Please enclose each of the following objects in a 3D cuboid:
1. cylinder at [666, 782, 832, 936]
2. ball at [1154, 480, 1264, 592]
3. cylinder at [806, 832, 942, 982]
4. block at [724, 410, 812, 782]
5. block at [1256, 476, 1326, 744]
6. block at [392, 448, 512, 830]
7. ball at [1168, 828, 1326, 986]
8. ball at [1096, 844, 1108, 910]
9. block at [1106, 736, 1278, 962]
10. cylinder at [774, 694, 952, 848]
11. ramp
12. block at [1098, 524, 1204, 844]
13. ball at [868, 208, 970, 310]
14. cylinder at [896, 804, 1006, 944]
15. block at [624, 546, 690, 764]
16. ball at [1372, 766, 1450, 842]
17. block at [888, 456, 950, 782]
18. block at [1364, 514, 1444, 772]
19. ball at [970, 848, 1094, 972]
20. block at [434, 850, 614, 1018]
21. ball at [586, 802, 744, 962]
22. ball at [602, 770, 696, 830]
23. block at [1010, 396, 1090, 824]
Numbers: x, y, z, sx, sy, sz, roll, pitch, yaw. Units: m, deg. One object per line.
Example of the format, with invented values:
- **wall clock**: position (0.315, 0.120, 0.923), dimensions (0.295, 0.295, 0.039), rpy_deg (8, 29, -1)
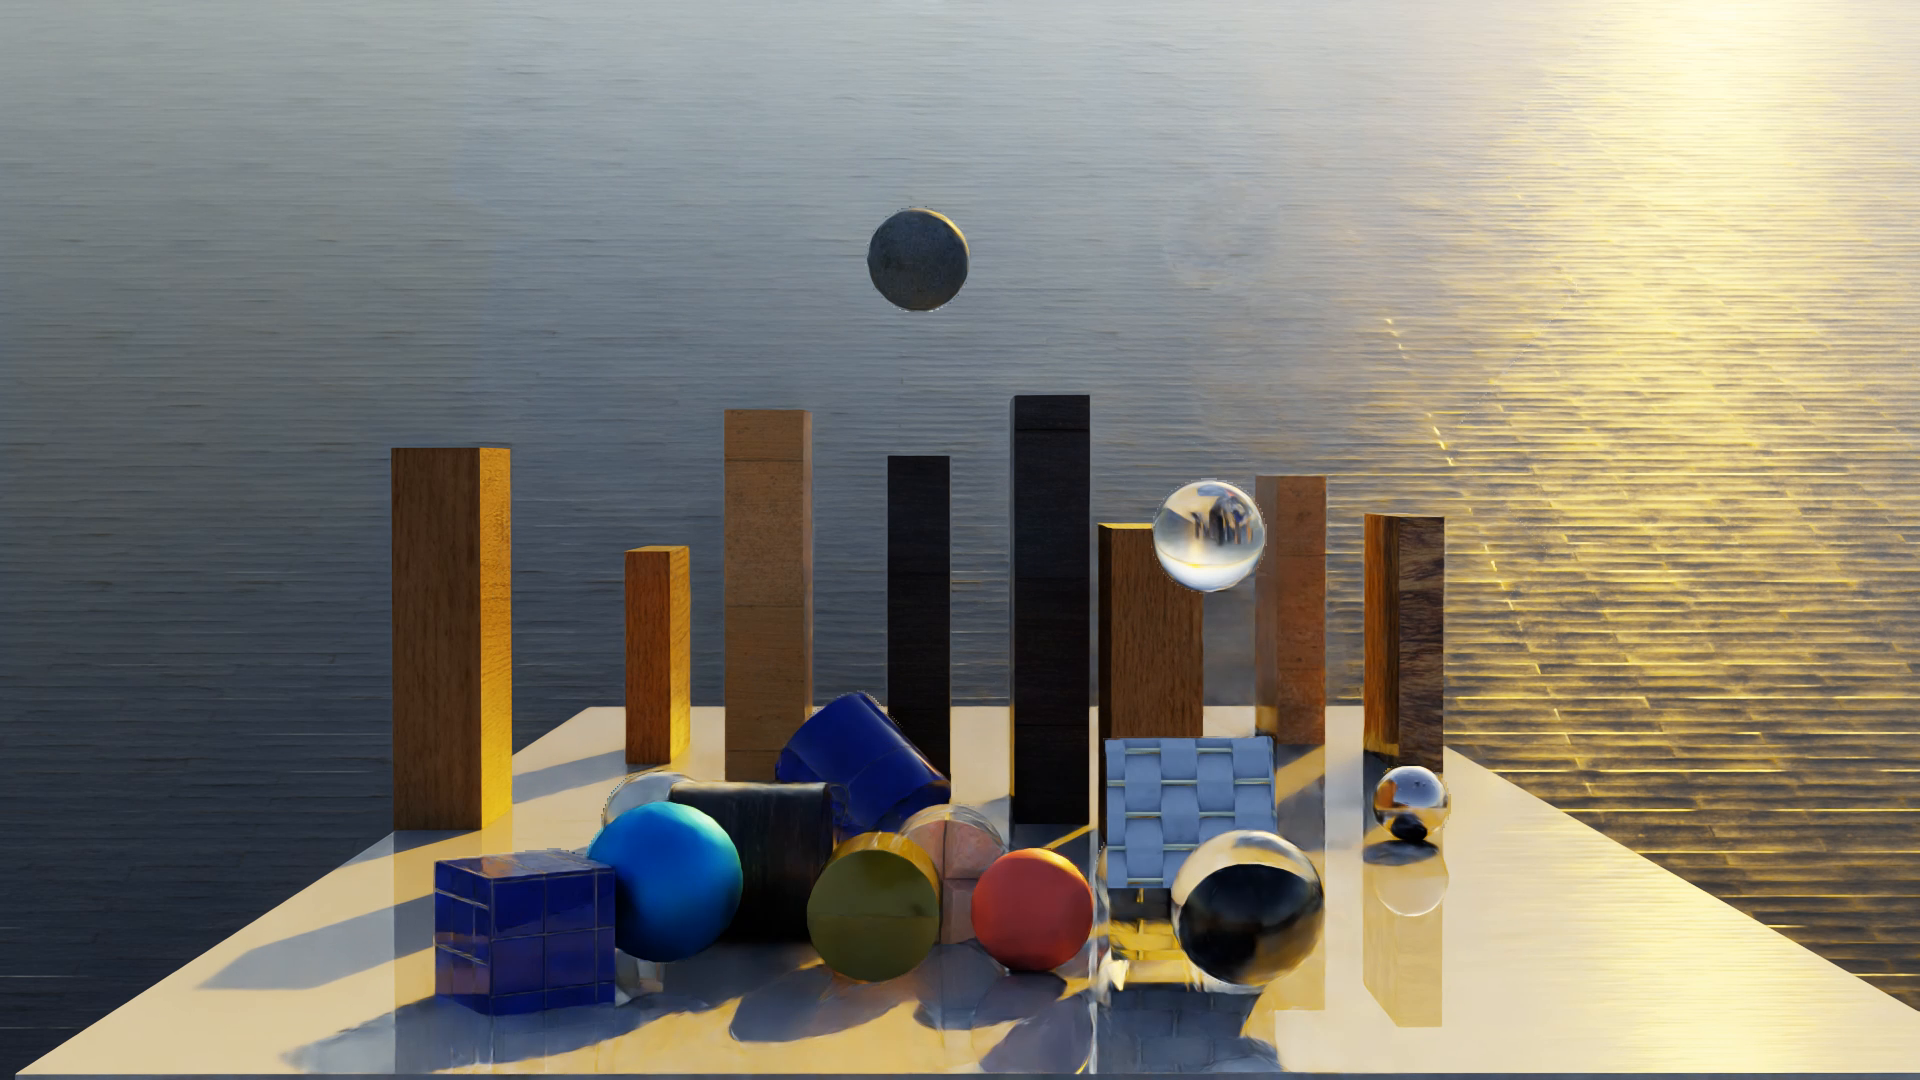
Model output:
- **cylinder**: position (-0.271, 0.411, 3.320), dimensions (0.197, 0.197, 0.197), rpy_deg (0, 26, 3)
- **ball**: position (0.254, -0.004, 2.636), dimensions (0.114, 0.114, 0.114), rpy_deg (0, 26, 0)
- **cylinder**: position (-0.101, 0.438, 3.098), dimensions (0.156, 0.156, 0.156), rpy_deg (0, 1, 1)
- **block**: position (-0.337, 0.125, 4.572), dimensions (0.136, 0.705, 0.254), rpy_deg (0, 2, 0)
- **block**: position (0.747, 0.148, 5.847), dimensions (0.107, 0.588, 0.397), rpy_deg (0, 2, 0)
- **block**: position (-0.872, 0.162, 4.443), dimensions (0.147, 0.638, 0.292), rpy_deg (0, 2, 0)
- **ball**: position (0.312, 0.399, 2.801), dimensions (0.170, 0.170, 0.170), rpy_deg (0, 26, 0)
- **ball**: position (0.247, 0.438, 3.349), dimensions (0.142, 0.142, 0.142), rpy_deg (0, 26, 0)
- **block**: position (0.271, 0.365, 3.030), dimensions (0.193, 0.193, 0.193), rpy_deg (-1, 56, 4)
- **cylinder**: position (-0.143, 0.358, 3.813), dimensions (0.187, 0.187, 0.187), rpy_deg (-23, 58, -40)
- **ramp**: position (0.058, 0.527, 4.564), dimensions (2.000, 0.100, 4.000), rpy_deg (0, 2, 0)
- **block**: position (0.304, 0.232, 4.156), dimensions (0.142, 0.510, 0.372), rpy_deg (0, 2, 0)
- **ball**: position (-0.044, -0.299, 2.755), dimensions (0.109, 0.109, 0.109), rpy_deg (0, 26, 0)
- **cylinder**: position (-0.017, 0.431, 3.343), dimensions (0.158, 0.158, 0.158), rpy_deg (0, 2, 0)
- **block**: position (-0.639, 0.236, 5.475), dimensions (0.092, 0.435, 0.393), rpy_deg (0, 2, 0)
- **ball**: position (0.730, 0.426, 4.176), dimensions (0.122, 0.122, 0.122), rpy_deg (0, 26, 0)
- **block**: position (-0.075, 0.156, 4.840), dimensions (0.114, 0.627, 0.275), rpy_deg (0, 2, 0)
- **block**: position (0.915, 0.202, 5.332), dimensions (0.088, 0.508, 0.438), rpy_deg (0, 2, 0)
- **ball**: position (0.087, 0.443, 3.082), dimensions (0.147, 0.147, 0.147), rpy_deg (0, 26, 0)
- **block**: position (-0.496, 0.445, 2.933), dimensions (0.152, 0.152, 0.152), rpy_deg (-1, 2, -34)
- **ball**: position (-0.351, 0.405, 3.052), dimensions (0.188, 0.188, 0.188), rpy_deg (0, 26, 0)
- **ball**: position (-0.429, 0.416, 3.707), dimensions (0.169, 0.169, 0.169), rpy_deg (0, 26, 0)
- **block**: position (0.156, 0.113, 4.574), dimensions (0.127, 0.727, 0.420), rpy_deg (0, 2, 0)
